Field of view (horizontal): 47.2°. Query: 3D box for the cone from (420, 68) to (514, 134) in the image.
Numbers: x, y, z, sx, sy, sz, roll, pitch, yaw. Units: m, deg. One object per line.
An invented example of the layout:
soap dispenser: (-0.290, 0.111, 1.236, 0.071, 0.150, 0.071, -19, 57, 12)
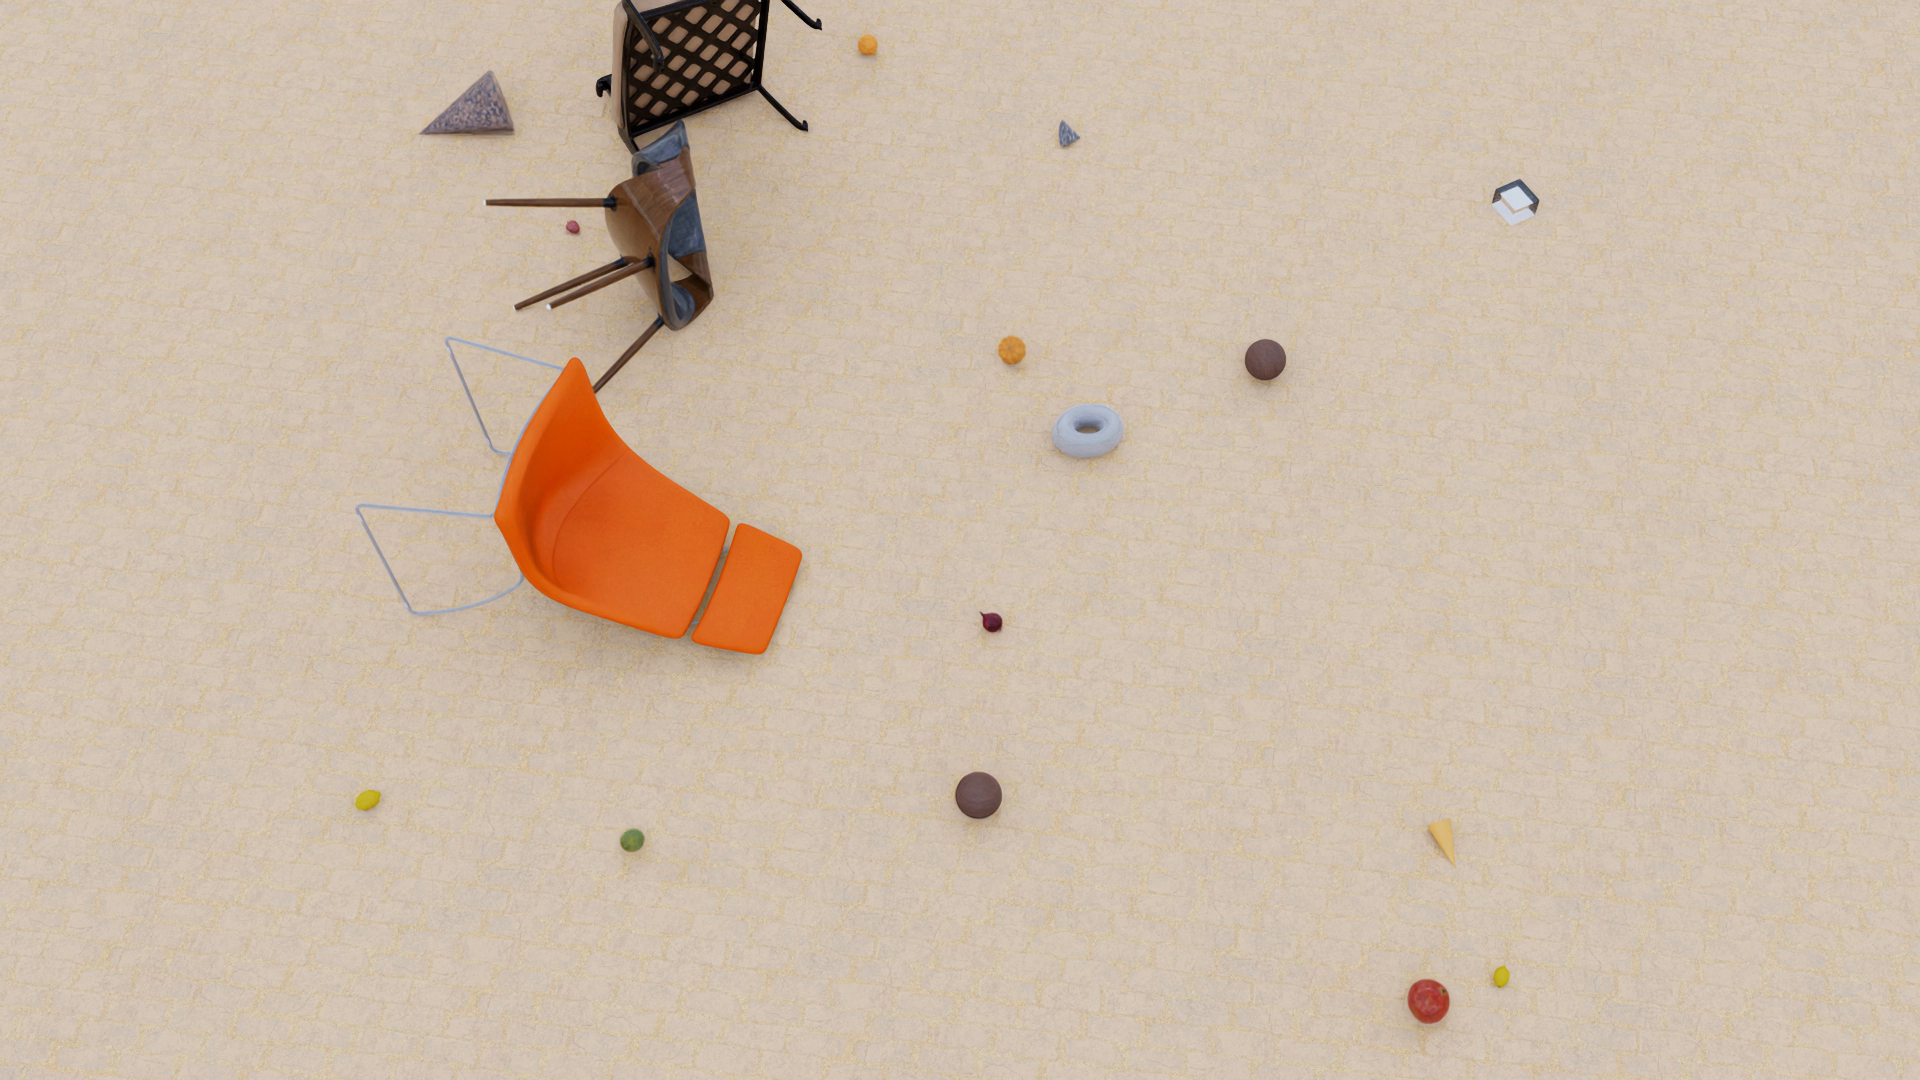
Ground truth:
cone: (-1.705, -1.443, 7.503, 0.311, 0.130, 0.264, -23, 65, 0)

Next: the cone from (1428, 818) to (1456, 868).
cone: (1.328, 0.834, 5.995, 0.065, 0.067, 0.134, -6, 69, -28)

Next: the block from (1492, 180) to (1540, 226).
block: (1.839, -1.118, 7.280, 0.099, 0.074, 0.109, -24, 59, -15)

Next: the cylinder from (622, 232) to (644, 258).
cylinder: (-1.067, -0.965, 7.184, 0.050, 0.060, 0.074, -18, 79, -11)

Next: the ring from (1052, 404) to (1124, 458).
ring: (0.392, -0.335, 6.739, 0.226, 0.101, 0.170, -9, 58, -8)
